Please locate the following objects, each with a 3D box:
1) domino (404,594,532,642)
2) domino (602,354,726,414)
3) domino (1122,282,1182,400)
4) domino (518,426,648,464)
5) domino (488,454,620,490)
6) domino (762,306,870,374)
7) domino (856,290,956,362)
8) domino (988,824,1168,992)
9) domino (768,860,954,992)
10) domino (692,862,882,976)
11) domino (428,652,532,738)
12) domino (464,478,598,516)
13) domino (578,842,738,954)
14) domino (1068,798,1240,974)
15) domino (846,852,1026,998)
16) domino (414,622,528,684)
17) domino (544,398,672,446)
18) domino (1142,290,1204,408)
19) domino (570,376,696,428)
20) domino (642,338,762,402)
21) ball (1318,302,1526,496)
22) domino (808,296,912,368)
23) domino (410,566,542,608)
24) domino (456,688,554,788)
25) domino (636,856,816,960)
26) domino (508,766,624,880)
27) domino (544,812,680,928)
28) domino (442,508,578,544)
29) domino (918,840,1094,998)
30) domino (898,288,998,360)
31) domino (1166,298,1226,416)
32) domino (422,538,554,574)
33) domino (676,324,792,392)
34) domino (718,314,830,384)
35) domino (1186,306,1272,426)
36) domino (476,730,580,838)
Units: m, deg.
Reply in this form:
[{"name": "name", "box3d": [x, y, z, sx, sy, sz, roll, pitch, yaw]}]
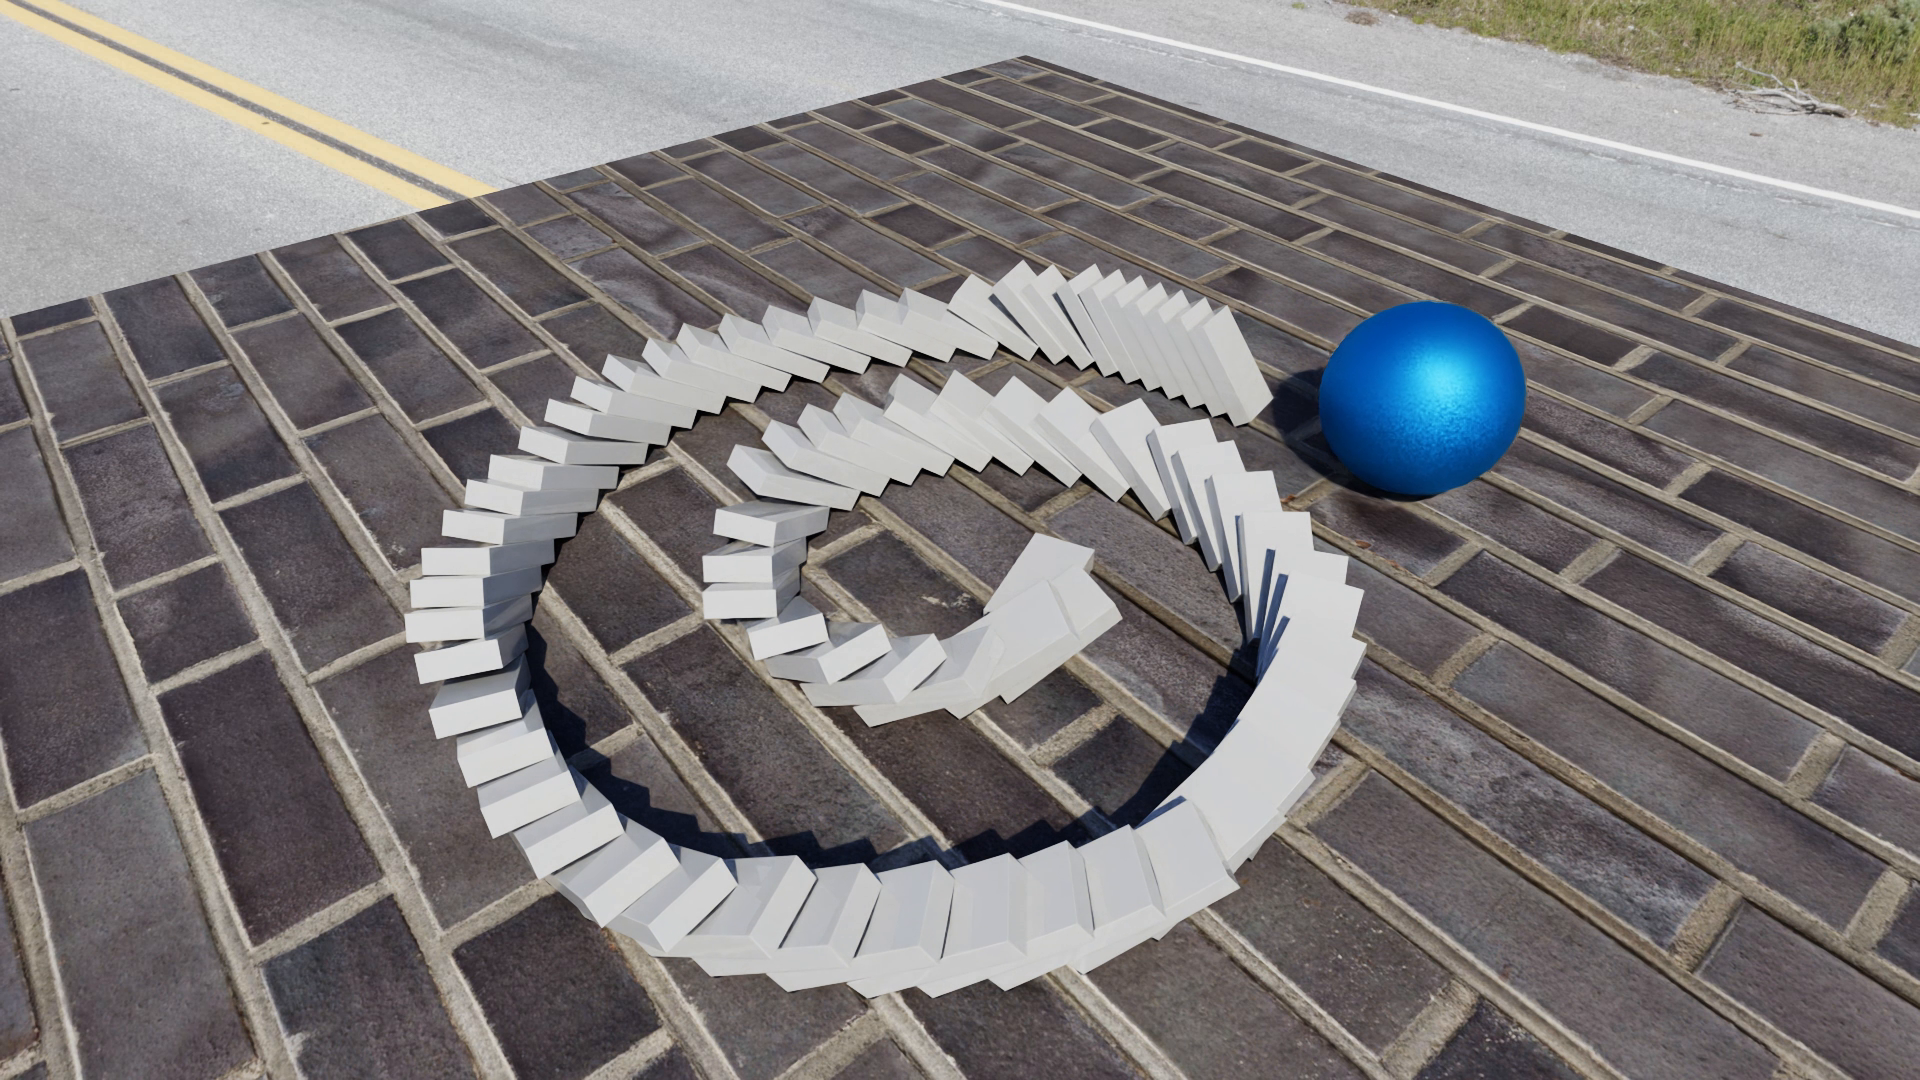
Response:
[{"name": "domino", "box3d": [-0.172, 0.027, 0.389, 0.025, 0.010, 0.050, -3, 4, -4]}, {"name": "domino", "box3d": [-0.137, -0.072, 0.509, 0.025, 0.010, 0.050, 34, 16, 38]}, {"name": "domino", "box3d": [0.099, -0.096, 0.533, 0.009, 0.050, 0.025, -16, 20, 47]}, {"name": "domino", "box3d": [-0.161, -0.041, 0.473, 0.025, 0.010, 0.050, 18, 11, 21]}, {"name": "domino", "box3d": [-0.168, -0.028, 0.456, 0.025, 0.010, 0.050, 12, 7, 16]}, {"name": "domino", "box3d": [-0.071, -0.099, 0.546, 0.050, 0.010, 0.025, 14, 30, -33]}, {"name": "domino", "box3d": [-0.028, -0.109, 0.559, 0.050, 0.010, 0.025, 18, 34, -21]}, {"name": "domino", "box3d": [0.029, 0.101, 0.301, 0.050, 0.010, 0.025, -30, 38, 15]}, {"name": "domino", "box3d": [-0.027, 0.104, 0.296, 0.050, 0.009, 0.025, -21, 33, 26]}, {"name": "domino", "box3d": [-0.047, 0.103, 0.298, 0.050, 0.009, 0.025, -17, 30, 31]}, {"name": "domino", "box3d": [-0.157, 0.050, 0.363, 0.025, 0.010, 0.050, -14, 12, -16]}, {"name": "domino", "box3d": [-0.172, -0.018, 0.444, 0.025, 0.010, 0.050, 12, 7, 14]}, {"name": "domino", "box3d": [-0.086, 0.097, 0.305, 0.050, 0.010, 0.025, -6, 27, 47]}, {"name": "domino", "box3d": [0.049, 0.096, 0.305, 0.050, 0.009, 0.025, -33, 42, 11]}, {"name": "domino", "box3d": [-0.006, 0.104, 0.296, 0.050, 0.010, 0.025, -24, 37, 23]}, {"name": "domino", "box3d": [-0.165, 0.038, 0.375, 0.025, 0.009, 0.050, -11, 4, -12]}, {"name": "domino", "box3d": [-0.154, -0.051, 0.484, 0.025, 0.009, 0.050, 19, 7, 24]}, {"name": "domino", "box3d": [0.108, -0.091, 0.527, 0.009, 0.050, 0.025, -16, 20, 47]}, {"name": "domino", "box3d": [-0.147, -0.062, 0.497, 0.025, 0.010, 0.050, 25, 10, 30]}, {"name": "domino", "box3d": [-0.122, -0.080, 0.521, 0.050, 0.009, 0.025, 11, 24, -45]}, {"name": "ball", "box3d": [0.192, -0.059, 0.459, 0.080, 0.080, 0.080, 0, 39, 0]}, {"name": "domino", "box3d": [-0.050, -0.105, 0.553, 0.050, 0.010, 0.025, 15, 32, -27]}, {"name": "domino", "box3d": [-0.175, 0.016, 0.401, 0.025, 0.010, 0.050, -2, 4, 1]}, {"name": "domino", "box3d": [-0.145, 0.062, 0.350, 0.025, 0.009, 0.050, -19, 14, -22]}, {"name": "domino", "box3d": [-0.065, 0.100, 0.300, 0.050, 0.010, 0.025, -15, 29, 36]}, {"name": "domino", "box3d": [-0.119, 0.082, 0.324, 0.025, 0.010, 0.050, -26, 16, -28]}, {"name": "domino", "box3d": [-0.102, 0.091, 0.312, 0.025, 0.009, 0.050, -36, 20, -31]}, {"name": "domino", "box3d": [-0.175, -0.006, 0.430, 0.025, 0.009, 0.050, 8, 5, 11]}, {"name": "domino", "box3d": [0.011, 0.103, 0.298, 0.050, 0.010, 0.025, -27, 36, 19]}, {"name": "domino", "box3d": [-0.006, -0.110, 0.561, 0.050, 0.009, 0.025, 17, 34, -21]}, {"name": "domino", "box3d": [0.118, -0.087, 0.521, 0.010, 0.050, 0.025, -15, 20, 48]}, {"name": "domino", "box3d": [-0.176, 0.006, 0.414, 0.025, 0.010, 0.050, 0, 4, 5]}, {"name": "domino", "box3d": [-0.109, -0.088, 0.529, 0.050, 0.009, 0.025, 14, 24, -40]}, {"name": "domino", "box3d": [-0.091, -0.094, 0.538, 0.050, 0.010, 0.025, 14, 28, -37]}, {"name": "domino", "box3d": [0.127, -0.081, 0.514, 0.010, 0.050, 0.025, -15, 20, 48]}, {"name": "domino", "box3d": [-0.133, 0.073, 0.335, 0.025, 0.009, 0.050, -22, 14, -23]}]
